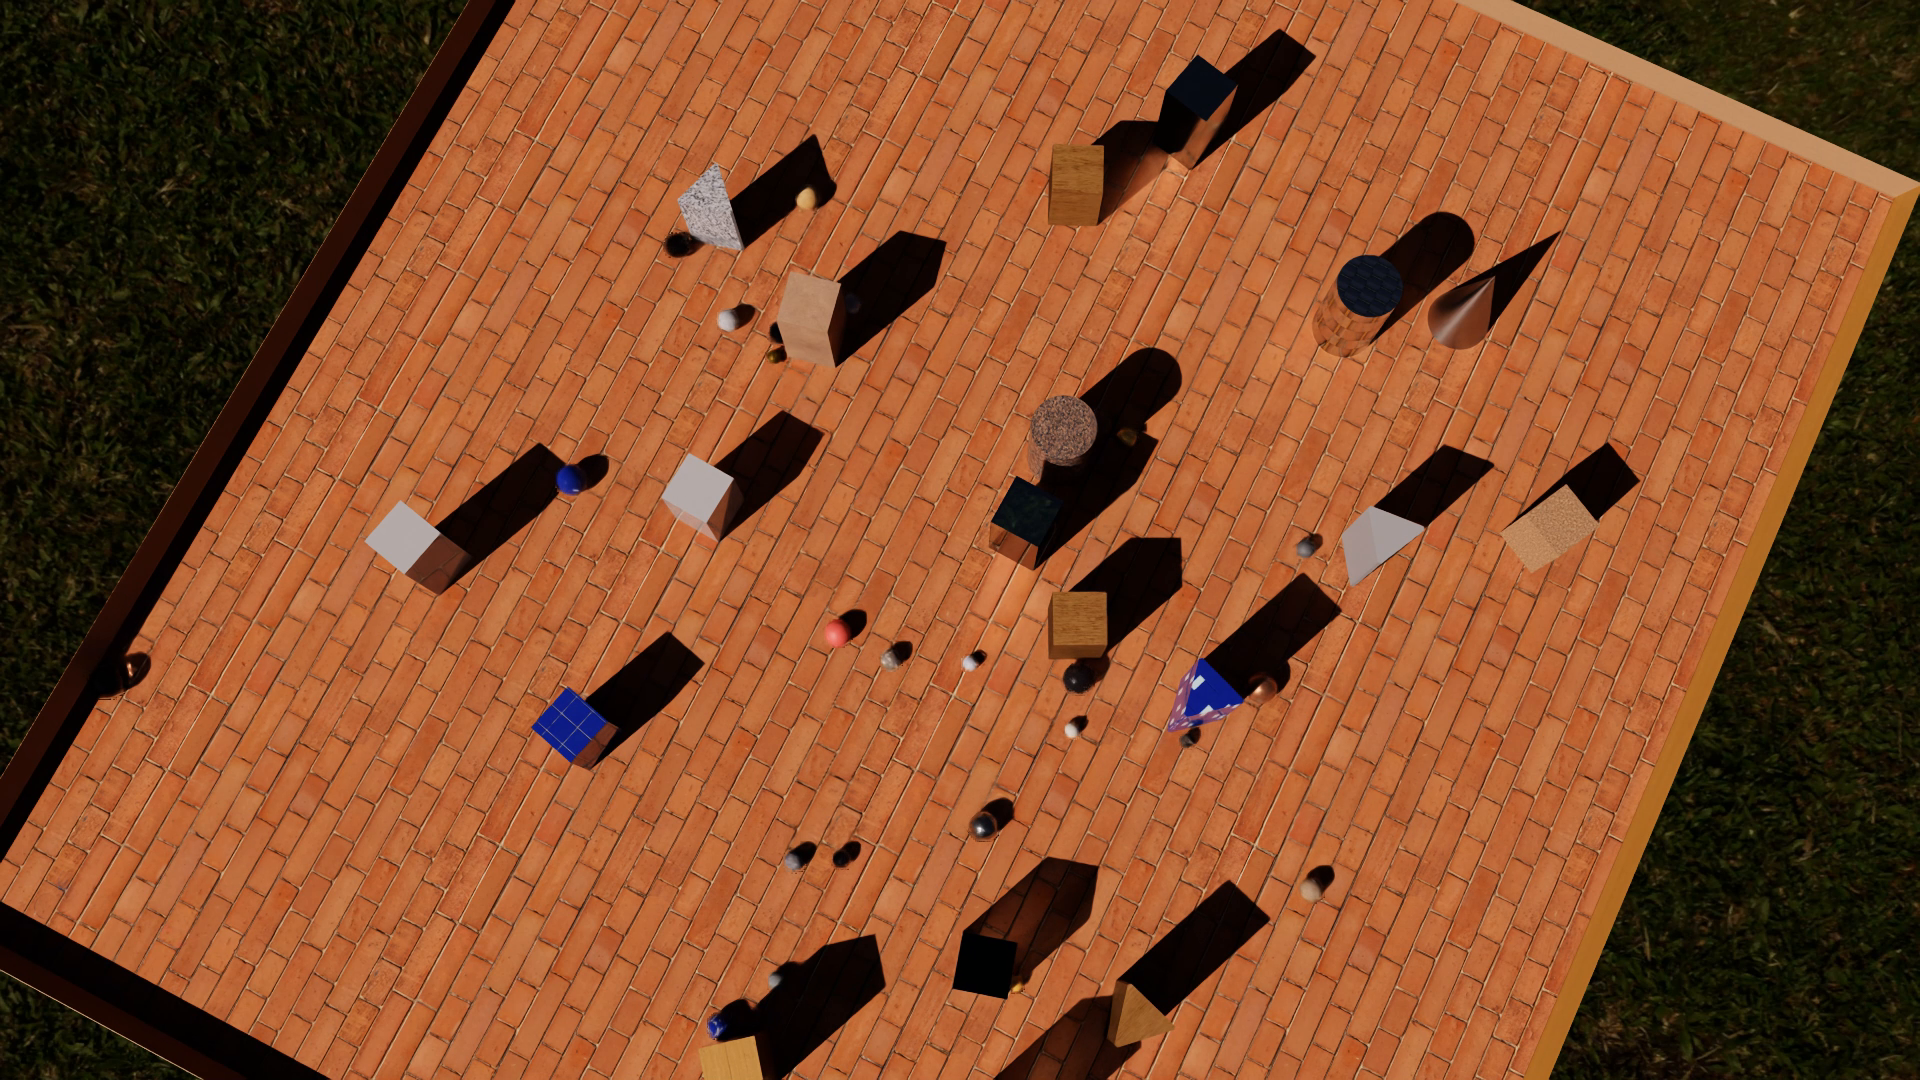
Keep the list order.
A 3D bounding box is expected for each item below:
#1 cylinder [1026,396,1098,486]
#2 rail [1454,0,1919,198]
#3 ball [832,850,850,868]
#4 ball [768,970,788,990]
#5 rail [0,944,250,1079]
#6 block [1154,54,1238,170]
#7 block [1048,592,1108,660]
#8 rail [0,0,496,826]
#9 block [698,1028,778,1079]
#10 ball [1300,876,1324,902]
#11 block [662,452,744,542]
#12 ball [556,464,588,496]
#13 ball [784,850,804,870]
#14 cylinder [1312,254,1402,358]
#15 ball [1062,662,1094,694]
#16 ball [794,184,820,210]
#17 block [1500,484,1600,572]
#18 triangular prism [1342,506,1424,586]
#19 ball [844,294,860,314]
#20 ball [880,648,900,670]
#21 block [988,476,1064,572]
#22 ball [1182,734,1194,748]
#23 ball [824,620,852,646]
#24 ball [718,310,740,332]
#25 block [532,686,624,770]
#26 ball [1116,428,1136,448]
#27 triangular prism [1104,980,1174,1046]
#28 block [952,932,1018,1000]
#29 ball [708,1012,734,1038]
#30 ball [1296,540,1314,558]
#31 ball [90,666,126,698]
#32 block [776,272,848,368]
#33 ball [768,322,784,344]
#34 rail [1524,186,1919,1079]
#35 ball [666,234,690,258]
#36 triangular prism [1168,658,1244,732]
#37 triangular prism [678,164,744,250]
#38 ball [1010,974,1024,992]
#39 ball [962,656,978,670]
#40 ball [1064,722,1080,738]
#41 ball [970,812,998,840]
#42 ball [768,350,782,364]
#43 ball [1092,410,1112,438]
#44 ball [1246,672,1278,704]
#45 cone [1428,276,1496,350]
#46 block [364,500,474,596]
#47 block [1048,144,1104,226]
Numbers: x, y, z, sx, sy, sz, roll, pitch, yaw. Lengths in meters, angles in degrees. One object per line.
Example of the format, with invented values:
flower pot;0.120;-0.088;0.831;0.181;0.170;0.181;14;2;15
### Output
cylinder;0.303;-0.294;5.503;0.194;0.341;0.194;0;78;0
rail;1.042;-2.034;5.972;4.369;0.126;0.045;26;80;5
ball;-0.349;0.939;5.395;0.054;0.054;0.054;0;78;0
ball;-0.530;1.280;5.323;0.055;0.055;0.055;0;78;0
rail;-1.042;2.048;5.127;4.369;0.126;0.045;26;80;5
block;0.728;-1.324;5.701;0.155;0.372;0.155;39;81;7
block;0.345;0.255;5.412;0.155;0.297;0.155;0;78;0
rail;-1.932;-0.940;5.746;0.045;0.126;4.708;26;80;5
block;-0.616;1.472;5.129;0.155;0.359;0.155;-13;79;-3
ball;1.030;1.022;5.369;0.071;0.071;0.071;0;78;0
block;-0.768;-0.124;5.498;0.155;0.283;0.155;29;80;6
ball;-1.187;-0.184;5.607;0.094;0.094;0.094;0;78;0
ball;-0.487;0.944;5.392;0.057;0.057;0.057;0;78;0
cylinder;1.202;-0.706;5.565;0.194;0.388;0.194;0;78;0
ball;0.354;0.414;5.484;0.093;0.093;0.093;0;78;0
ball;-0.482;-1.085;5.799;0.081;0.081;0.081;0;78;0
block;1.762;-0.031;5.487;0.155;0.267;0.155;-35;80;-7
triangular prism;1.217;-0.002;5.424;0.168;0.377;0.145;-37;81;-7
ball;-0.345;-0.738;5.736;0.064;0.064;0.064;0;78;0
ball;-0.209;0.358;5.511;0.062;0.062;0.062;0;78;0
block;0.193;-0.045;5.436;0.155;0.371;0.155;28;80;6
ball;0.681;0.599;5.472;0.041;0.041;0.041;0;78;0
ball;-0.368;0.279;5.518;0.081;0.081;0.081;0;78;0
ball;-0.721;-0.686;5.723;0.070;0.070;0.070;0;78;0
block;-1.115;0.554;5.362;0.155;0.274;0.155;40;81;8
ball;0.512;-0.314;5.648;0.067;0.067;0.067;0;78;0
triangular prism;0.480;1.313;5.149;0.168;0.384;0.145;-16;79;-3
block;0.069;1.209;5.217;0.155;0.292;0.155;11;79;2
ball;-0.689;1.402;5.289;0.073;0.073;0.073;0;78;0
ball;1.052;0.027;5.582;0.056;0.056;0.056;0;78;0
ball;-2.549;0.424;5.479;0.097;0.097;0.097;0;78;0
block;-0.445;-0.665;5.570;0.155;0.360;0.155;14;79;3
ball;-0.560;-0.648;5.713;0.073;0.073;0.073;0;78;0
rail;1.932;0.953;5.354;0.045;0.126;4.708;26;80;5
ball;-0.887;-0.926;5.768;0.078;0.078;0.078;0;78;0
triangular prism;0.688;0.442;5.303;0.168;0.435;0.145;-13;79;-3
triangular prism;-0.752;-1.037;5.671;0.168;0.313;0.145;12;79;2
ball;0.161;1.288;5.326;0.047;0.047;0.047;0;78;0
ball;0.031;0.371;5.516;0.046;0.046;0.046;0;78;0
ball;0.334;0.568;5.475;0.048;0.048;0.048;0;78;0
ball;0.070;0.841;5.399;0.085;0.085;0.085;0;78;0
ball;-0.579;-0.570;5.712;0.045;0.045;0.045;0;78;0
ball;0.425;-0.358;5.646;0.088;0.088;0.088;0;78;0
ball;0.900;0.442;5.477;0.094;0.094;0.094;0;78;0
cone;1.566;-0.732;5.561;0.194;0.406;0.194;0;78;0
block;-1.599;0.028;5.428;0.155;0.357;0.155;38;81;7
block;0.359;-1.102;5.706;0.155;0.271;0.155;2;78;0
